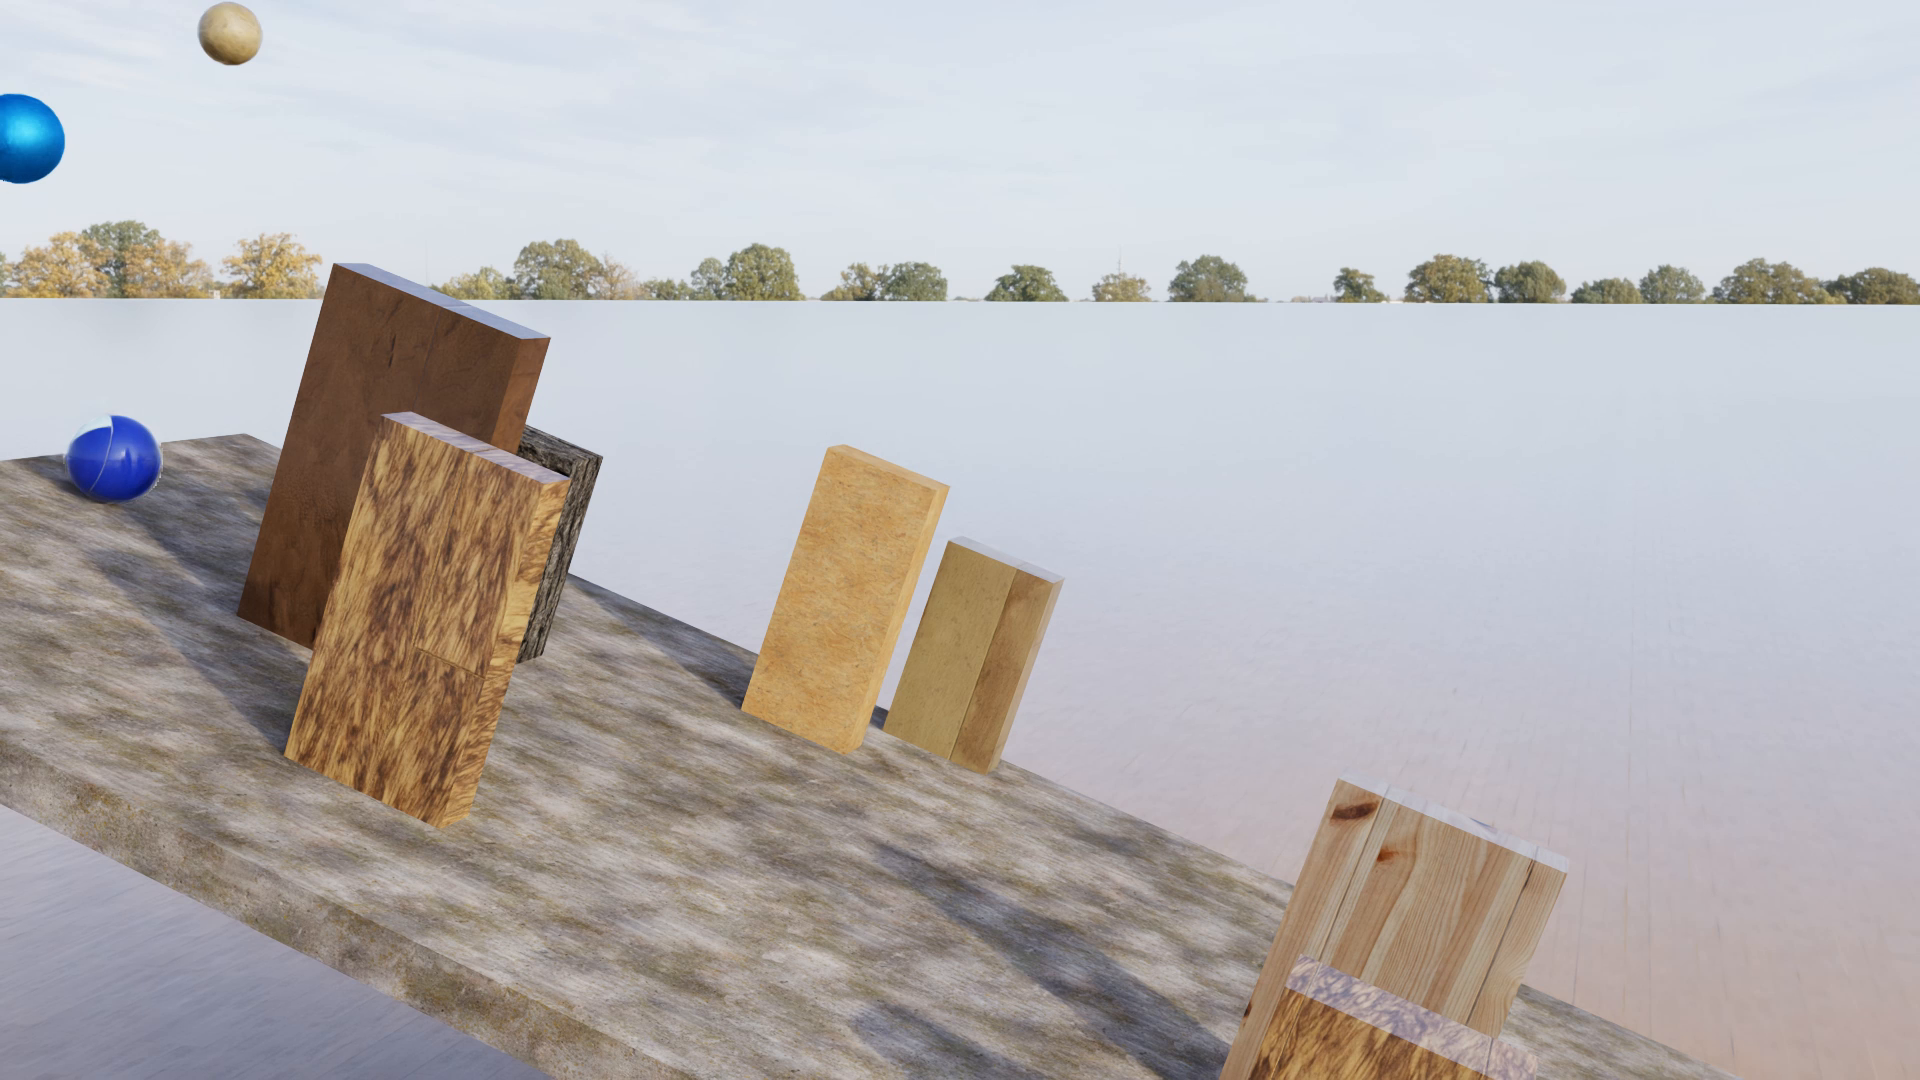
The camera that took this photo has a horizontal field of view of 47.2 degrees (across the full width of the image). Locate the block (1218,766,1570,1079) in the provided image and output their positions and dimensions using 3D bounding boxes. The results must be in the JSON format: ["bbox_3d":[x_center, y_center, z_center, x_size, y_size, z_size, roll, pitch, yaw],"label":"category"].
[{"bbox_3d":[0.693,0.731,3.592,0.382,0.617,0.092,22,12,14],"label":"block"}]

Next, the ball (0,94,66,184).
[{"bbox_3d":[-1.994,-0.849,4.650,0.188,0.188,0.188,0,7,0],"label":"ball"}]

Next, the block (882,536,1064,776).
[{"bbox_3d":[0.030,0.261,4.991,0.260,0.472,0.100,22,12,14],"label":"block"}]

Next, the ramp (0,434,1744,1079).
[{"bbox_3d":[-0.337,0.620,4.213,4.000,0.100,2.000,22,12,14],"label":"ramp"}]

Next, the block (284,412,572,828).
[{"bbox_3d":[-0.908,0.135,3.736,0.319,0.629,0.095,22,12,14],"label":"block"}]

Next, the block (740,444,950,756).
[{"bbox_3d":[-0.251,0.129,4.790,0.258,0.619,0.105,22,12,14],"label":"block"}]

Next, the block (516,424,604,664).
[{"bbox_3d":[-1.000,-0.018,4.667,0.340,0.461,0.140,22,12,14],"label":"block"}]

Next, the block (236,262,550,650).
[{"bbox_3d":[-1.110,-0.119,4.290,0.422,0.737,0.118,22,12,14],"label":"block"}]

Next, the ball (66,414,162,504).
[{"bbox_3d":[-1.823,-0.175,4.739,0.193,0.193,0.193,0,7,0],"label":"ball"}]

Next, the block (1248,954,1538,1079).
[{"bbox_3d":[0.533,0.876,3.021,0.346,0.487,0.149,22,12,14],"label":"block"}]

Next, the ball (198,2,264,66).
[{"bbox_3d":[-1.568,-1.088,4.725,0.134,0.134,0.134,0,7,0],"label":"ball"}]
